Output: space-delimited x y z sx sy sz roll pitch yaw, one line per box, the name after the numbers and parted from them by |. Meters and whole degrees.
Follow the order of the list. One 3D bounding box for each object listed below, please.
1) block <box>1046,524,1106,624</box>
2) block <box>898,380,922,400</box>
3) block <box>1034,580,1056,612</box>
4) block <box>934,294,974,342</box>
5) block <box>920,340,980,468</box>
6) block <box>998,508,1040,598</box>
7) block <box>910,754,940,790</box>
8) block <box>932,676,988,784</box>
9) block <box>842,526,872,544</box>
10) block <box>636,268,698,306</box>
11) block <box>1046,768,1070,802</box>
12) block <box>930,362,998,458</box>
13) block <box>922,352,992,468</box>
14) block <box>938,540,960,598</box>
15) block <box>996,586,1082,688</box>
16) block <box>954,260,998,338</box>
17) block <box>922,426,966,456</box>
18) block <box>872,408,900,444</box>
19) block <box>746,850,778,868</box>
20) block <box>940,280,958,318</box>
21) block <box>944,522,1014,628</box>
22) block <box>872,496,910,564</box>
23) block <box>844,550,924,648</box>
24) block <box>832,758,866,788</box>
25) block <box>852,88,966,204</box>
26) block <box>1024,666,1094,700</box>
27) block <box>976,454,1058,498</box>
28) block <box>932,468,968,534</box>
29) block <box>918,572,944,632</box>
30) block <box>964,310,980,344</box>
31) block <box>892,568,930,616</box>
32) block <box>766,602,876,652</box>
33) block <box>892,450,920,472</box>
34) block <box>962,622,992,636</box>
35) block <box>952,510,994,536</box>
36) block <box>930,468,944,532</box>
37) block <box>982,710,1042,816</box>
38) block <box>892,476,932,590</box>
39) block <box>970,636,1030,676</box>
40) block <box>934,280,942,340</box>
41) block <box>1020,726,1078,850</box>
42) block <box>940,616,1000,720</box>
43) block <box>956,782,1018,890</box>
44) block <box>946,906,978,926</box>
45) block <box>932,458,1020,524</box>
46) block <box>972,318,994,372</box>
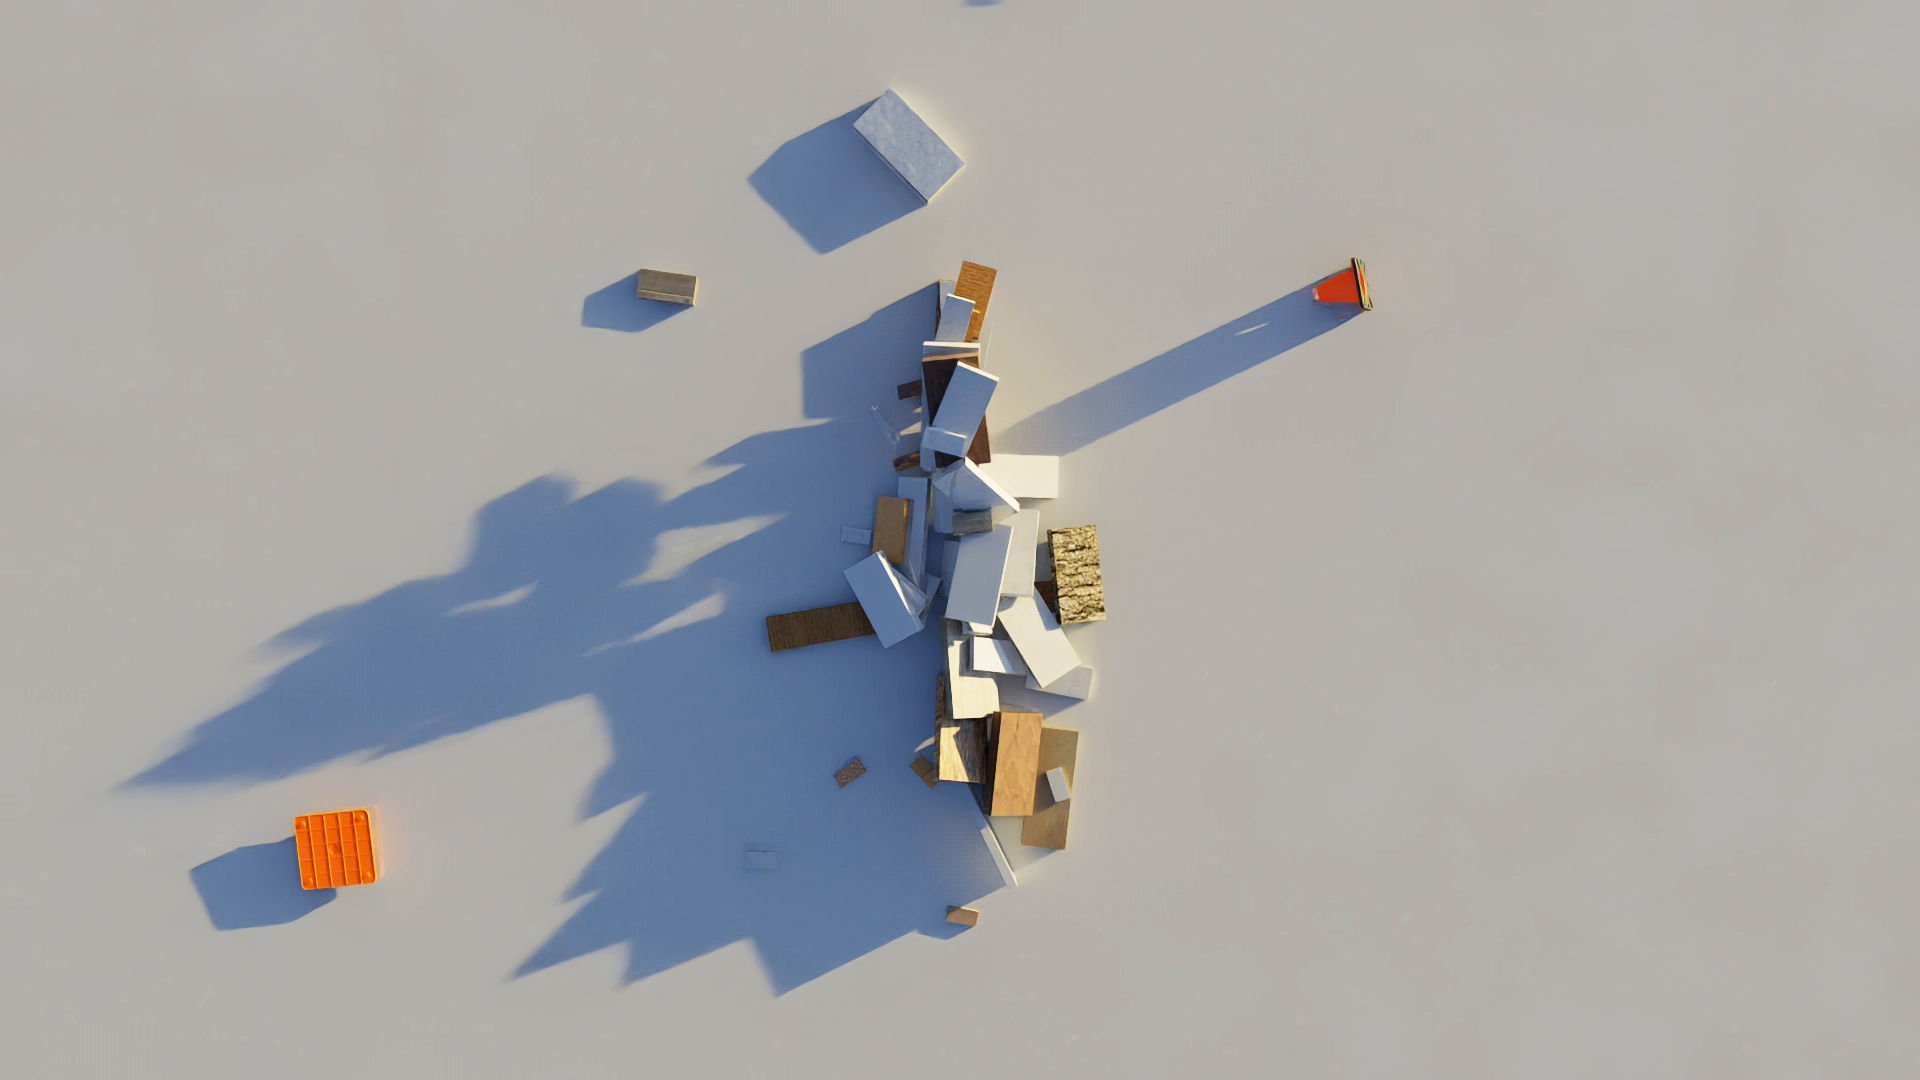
0.384 0.113 5.454 0.157 0.044 0.314 -6 90 -18 | block
-0.146 -0.497 5.419 0.014 0.189 0.048 -7 90 -36 | block
0.260 0.192 5.485 0.213 0.030 0.107 -5 90 0 | block
-0.020 -0.682 5.234 0.090 0.025 0.179 16 110 0 | block
-0.032 -0.429 5.290 0.177 0.050 0.409 3 112 4 | block
0.177 0.041 5.428 0.145 0.041 0.291 3 73 8 | block
-0.113 0.772 5.493 0.053 0.015 0.105 -43 90 0 | block
0.004 0.623 5.400 0.168 0.048 0.337 9 73 -25 | block
-0.345 -0.015 5.493 0.096 0.014 0.048 9 90 0 | block
-0.974 -0.841 5.487 0.190 0.027 0.095 8 90 0 | block
0.325 0.809 5.451 0.053 0.015 0.105 -18 90 0 | block
0.005 -0.409 5.192 0.138 0.039 0.275 22 112 -4 | block
-0.008 -0.411 5.241 0.177 0.050 0.355 -5 111 7 | block
-0.024 0.098 5.454 0.027 0.094 0.187 7 90 -35 | block
0.249 0.313 5.432 0.157 0.044 0.314 -31 90 -11 | block
0.035 -0.771 5.294 0.113 0.032 0.227 16 90 1 | block
-0.052 -0.311 5.205 0.130 0.018 0.065 14 112 -1 | block
-0.246 -0.378 5.467 0.018 0.065 0.130 -36 90 0 | block
-0.661 1.064 5.493 0.101 0.014 0.050 4 90 0 | block
-0.006 -0.743 5.452 0.113 0.032 0.227 -2 90 0 | block
0.063 0.106 5.367 0.157 0.044 0.332 11 83 9 | block
-0.229 -0.035 5.461 0.107 0.030 0.213 6 90 29 | block
-0.251 0.195 5.416 0.145 0.041 0.291 -29 89 26 | block
-0.367 0.776 5.493 0.101 0.014 0.050 -34 90 0 | block
-0.168 -1.309 5.475 0.177 0.050 0.355 -45 90 0 | block
0.330 0.458 5.485 0.213 0.030 0.107 11 90 0 | block
0.188 -0.211 5.441 0.275 0.039 0.138 1 90 -17 | block
-0.035 -0.175 5.418 0.090 0.025 0.296 -10 100 4 | block
-0.137 0.200 5.471 0.094 0.027 0.187 25 90 20 | block
-0.004 -0.655 5.268 0.090 0.025 0.179 16 110 1 | block
-0.220 0.167 5.438 0.230 0.033 0.115 39 114 12 | block
-0.461 0.284 5.484 0.354 0.033 0.115 -10 90 0 | block
-0.174 -0.261 5.493 0.096 0.014 0.048 -17 90 0 | block
0.049 0.222 5.429 0.094 0.027 0.187 7 61 -24 | block
0.041 -0.055 5.362 0.130 0.018 0.065 -6 81 6 | block
-0.019 -0.175 5.451 0.145 0.041 0.290 -3 100 3 | block
0.173 0.731 5.399 0.168 0.048 0.337 6 90 -35 | block
-0.163 -0.015 5.460 0.107 0.030 0.384 4 89 26 | block
0.132 0.384 5.425 0.213 0.030 0.107 8 74 -28 | block
-0.027 -0.691 5.484 0.113 0.032 0.341 4 90 0 | block
0.298 0.822 5.479 0.145 0.041 0.394 7 90 0 | block
0.031 0.417 5.409 0.168 0.048 0.337 1 78 -27 | block
0.058 0.902 5.447 0.030 0.107 0.534 -26 90 0 | block
0.007 1.252 5.493 0.101 0.014 0.050 11 90 0 | block
0.052 -0.151 5.344 0.138 0.039 0.275 -28 130 30 | block
0.009 -0.582 5.331 0.145 0.041 0.290 11 90 1 | block
